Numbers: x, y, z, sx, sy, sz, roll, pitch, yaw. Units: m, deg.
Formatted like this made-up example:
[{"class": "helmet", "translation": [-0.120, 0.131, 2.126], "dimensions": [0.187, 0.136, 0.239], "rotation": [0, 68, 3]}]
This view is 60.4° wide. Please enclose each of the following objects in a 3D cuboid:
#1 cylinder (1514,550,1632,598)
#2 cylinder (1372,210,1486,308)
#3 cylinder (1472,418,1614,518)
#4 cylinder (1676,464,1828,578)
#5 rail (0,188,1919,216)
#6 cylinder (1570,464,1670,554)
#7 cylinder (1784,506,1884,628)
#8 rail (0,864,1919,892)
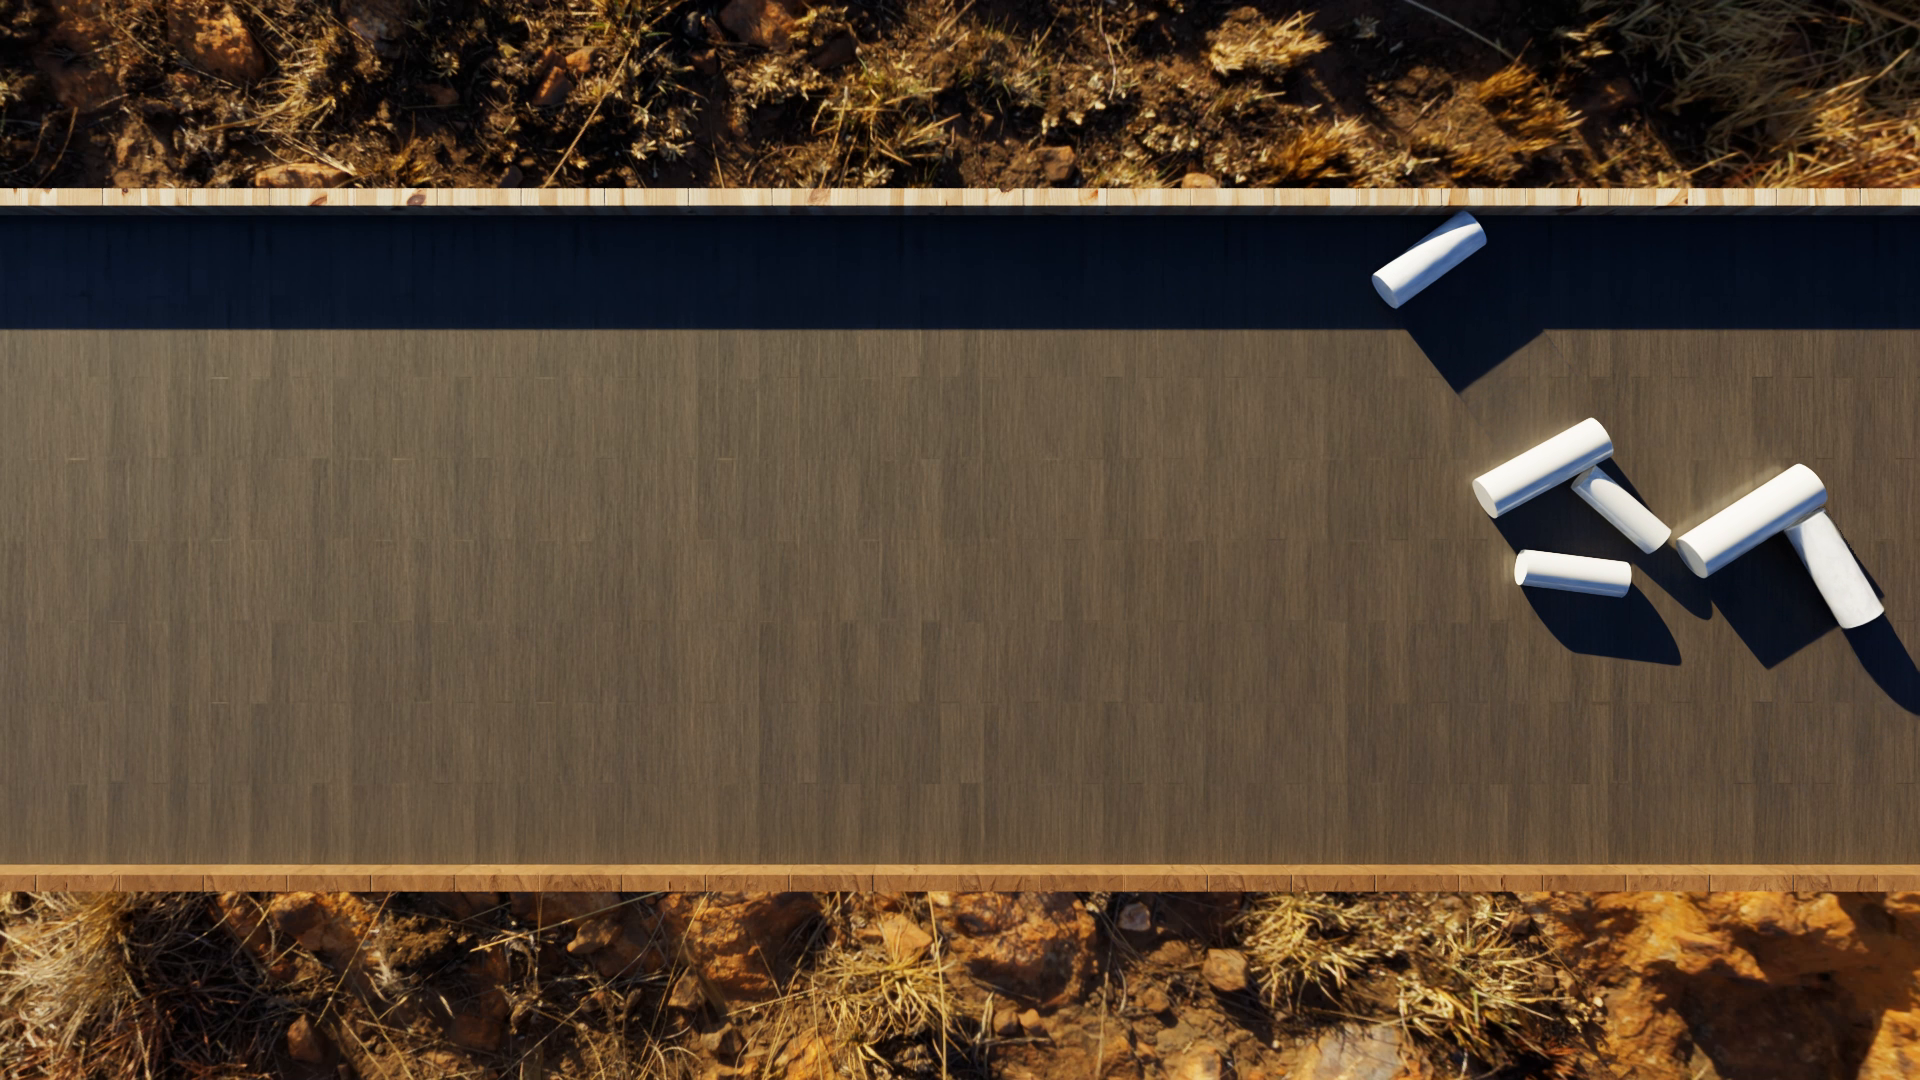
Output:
[{"class": "cylinder", "translation": [1.865, 0.102, 5.022], "dimensions": [0.314, 0.109, 0.109], "rotation": [7, 90, 0]}, {"class": "cylinder", "translation": [1.425, -0.852, 5.013], "dimensions": [0.330, 0.128, 0.128], "rotation": [-36, 90, 0]}, {"class": "cylinder", "translation": [1.769, -0.218, 5.010], "dimensions": [0.397, 0.133, 0.133], "rotation": [-28, 90, 0]}, {"class": "cylinder", "translation": [2.400, -0.057, 5.006], "dimensions": [0.425, 0.143, 0.143], "rotation": [-32, 90, 0]}, {"class": "rail", "translation": [-2.247, -1.025, 5.002], "dimensions": [12.000, 0.150, 0.050], "rotation": [0, 90, 0]}, {"class": "cylinder", "translation": [2.013, -0.094, 5.026], "dimensions": [0.302, 0.100, 0.100], "rotation": [41, 90, 0]}, {"class": "cylinder", "translation": [2.651, 0.085, 5.012], "dimensions": [0.130, 0.130, 0.354], "rotation": [-31, 90, 0]}, {"class": "rail", "translation": [-2.247, 1.025, 5.001], "dimensions": [12.000, 0.150, 0.050], "rotation": [0, 90, 0]}]
